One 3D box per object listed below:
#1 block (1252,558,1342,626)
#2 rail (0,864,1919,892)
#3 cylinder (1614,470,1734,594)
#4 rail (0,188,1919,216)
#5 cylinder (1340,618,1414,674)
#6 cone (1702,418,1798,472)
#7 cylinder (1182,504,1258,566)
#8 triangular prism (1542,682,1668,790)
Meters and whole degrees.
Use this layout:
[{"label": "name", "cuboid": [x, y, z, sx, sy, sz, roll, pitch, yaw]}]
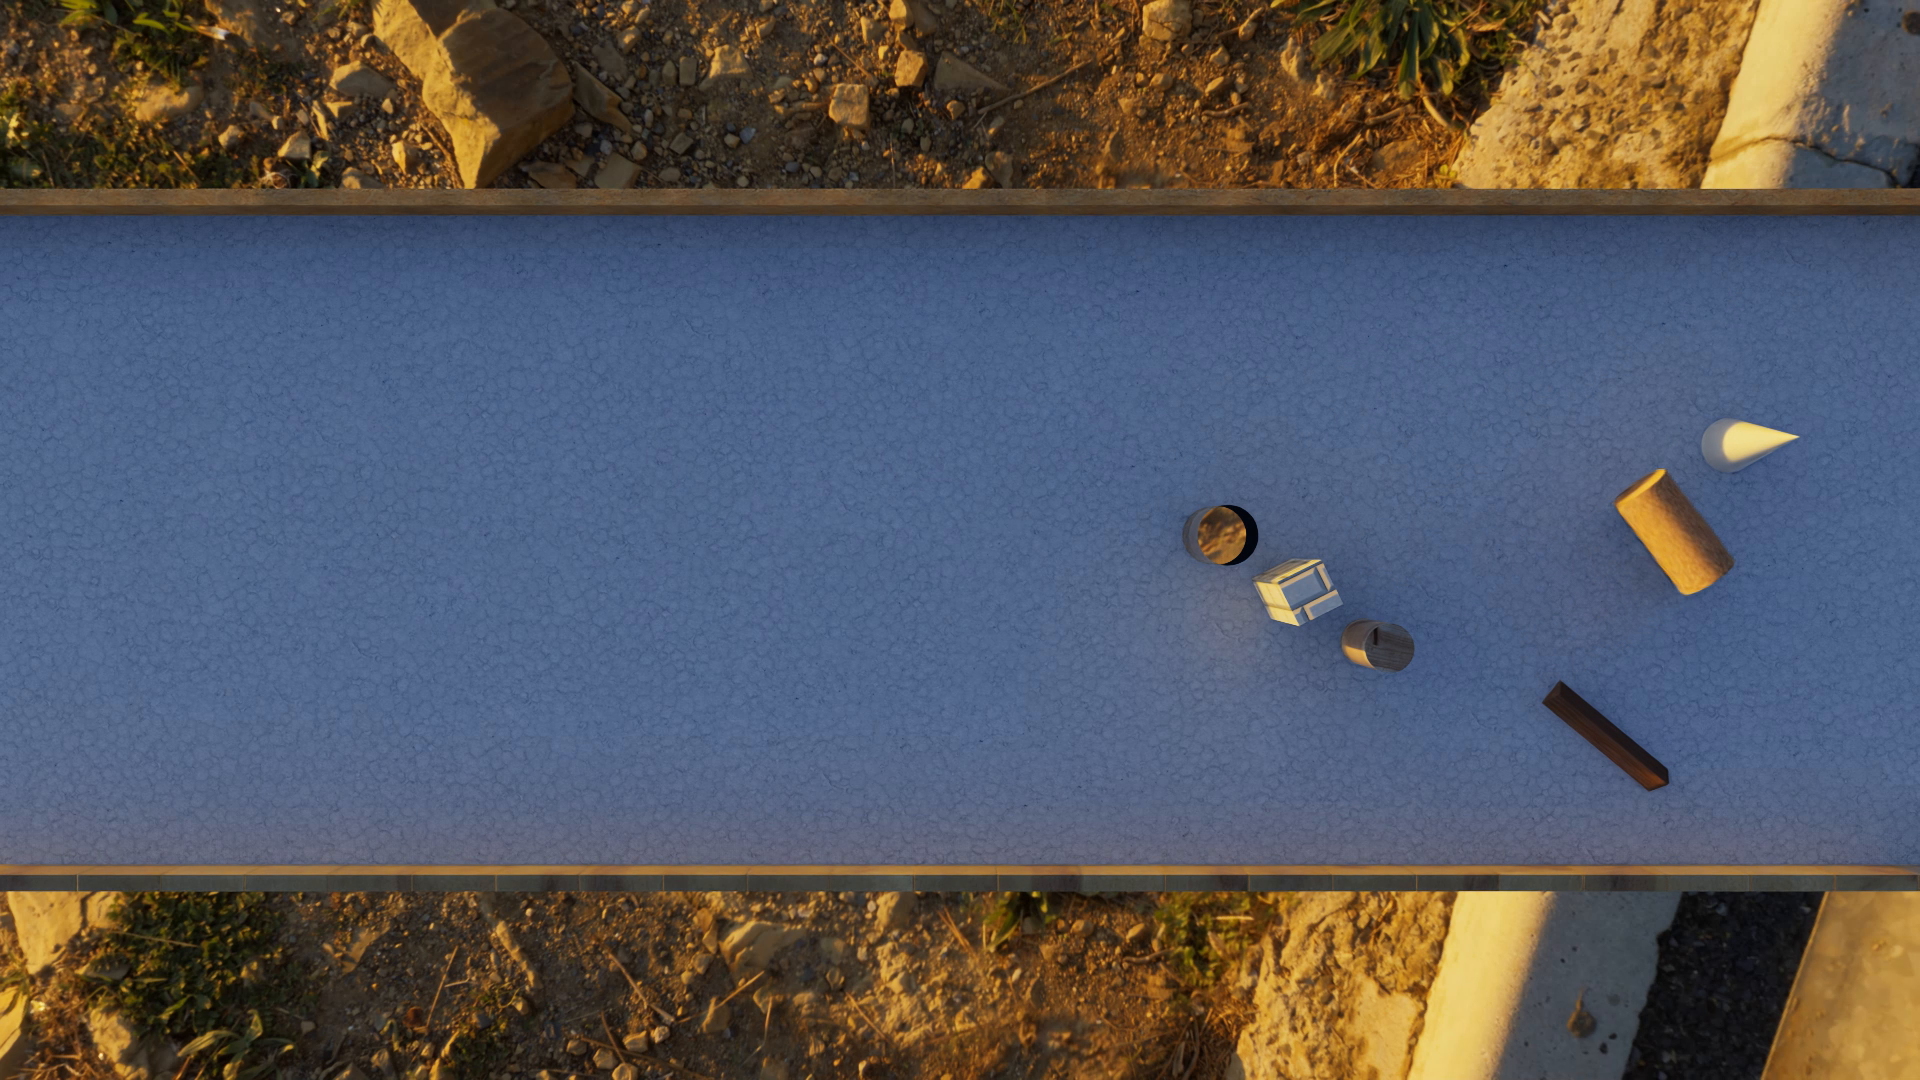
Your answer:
[{"label": "block", "cuboid": [0.989, 0.149, 4.866, 0.139, 0.421, 0.139, -26, 90, 0]}, {"label": "rail", "cuboid": [-2.247, 1.025, 5.001, 12.000, 0.150, 0.050, 0, 90, 0]}, {"label": "cylinder", "cuboid": [2.157, -0.023, 4.989, 0.175, 0.175, 0.342, -38, 90, 0]}, {"label": "rail", "cuboid": [-2.247, -1.025, 5.002, 12.000, 0.150, 0.050, 0, 90, 0]}, {"label": "cylinder", "cuboid": [1.243, 0.313, 4.923, 0.144, 0.307, 0.144, 0, 90, 0]}, {"label": "cone", "cuboid": [2.366, -0.291, 4.863, 0.168, 0.427, 0.168, 0, 90, 0]}, {"label": "cylinder", "cuboid": [0.772, -0.014, 4.912, 0.176, 0.328, 0.176, 0, 90, 0]}, {"label": "triangular prism", "cuboid": [1.983, 0.603, 5.037, 0.428, 0.076, 0.087, 40, 90, 0]}]
